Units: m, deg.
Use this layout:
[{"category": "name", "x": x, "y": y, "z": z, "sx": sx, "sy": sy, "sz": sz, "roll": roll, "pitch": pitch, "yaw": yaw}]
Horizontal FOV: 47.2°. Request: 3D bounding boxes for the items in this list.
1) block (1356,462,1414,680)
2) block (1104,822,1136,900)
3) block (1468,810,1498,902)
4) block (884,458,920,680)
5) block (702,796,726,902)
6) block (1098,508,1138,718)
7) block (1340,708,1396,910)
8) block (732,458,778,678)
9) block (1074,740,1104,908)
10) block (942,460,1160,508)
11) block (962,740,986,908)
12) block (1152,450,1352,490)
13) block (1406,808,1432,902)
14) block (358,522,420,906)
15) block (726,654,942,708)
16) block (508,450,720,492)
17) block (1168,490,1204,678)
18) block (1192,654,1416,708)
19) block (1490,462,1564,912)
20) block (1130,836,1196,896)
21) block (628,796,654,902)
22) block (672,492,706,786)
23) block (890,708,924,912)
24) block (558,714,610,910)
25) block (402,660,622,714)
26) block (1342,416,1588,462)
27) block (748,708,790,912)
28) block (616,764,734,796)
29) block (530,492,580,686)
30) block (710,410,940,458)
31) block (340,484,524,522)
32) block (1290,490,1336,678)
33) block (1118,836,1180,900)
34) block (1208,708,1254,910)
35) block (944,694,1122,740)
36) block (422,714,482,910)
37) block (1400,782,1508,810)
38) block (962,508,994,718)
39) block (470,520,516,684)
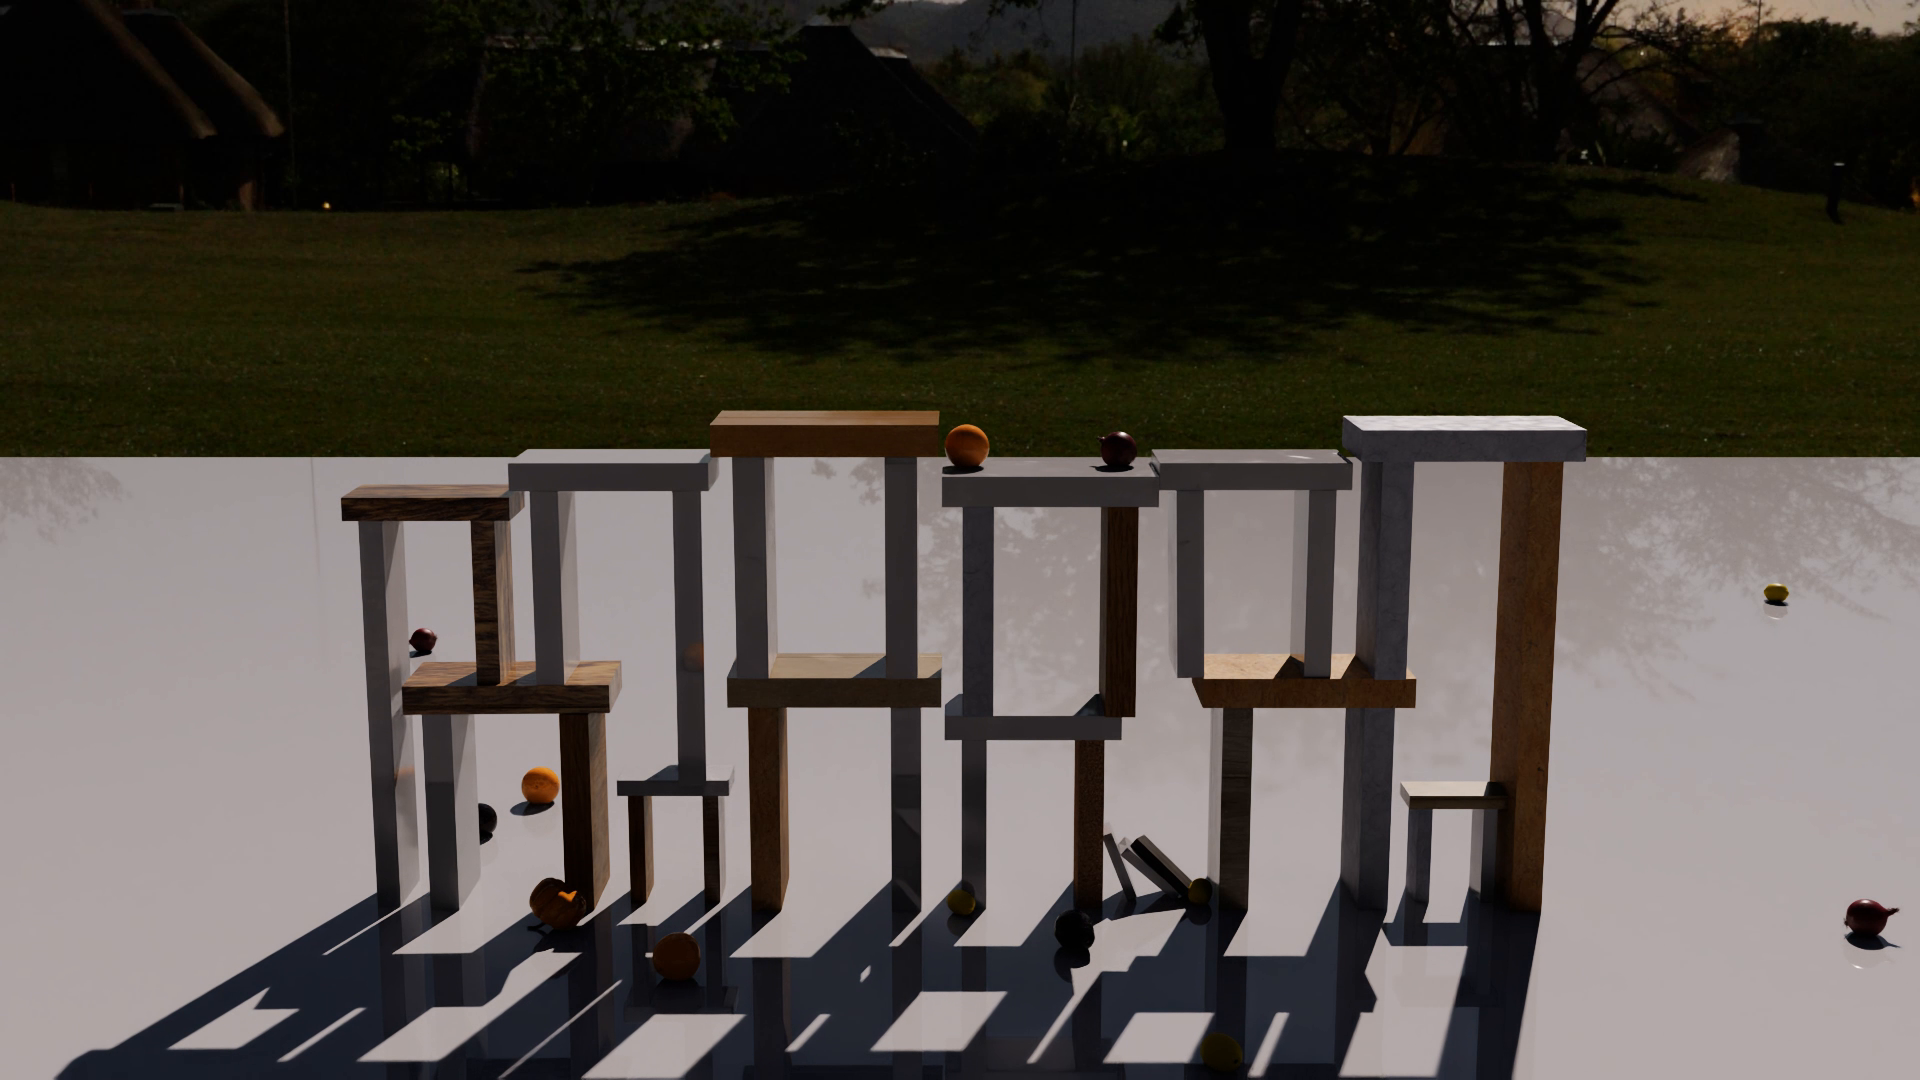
[{"category": "block", "x": 0.687, "y": 0.034, "z": 3.564, "sx": 0.050, "sy": 0.352, "sz": 0.176, "roll": 0, "pitch": 11, "yaw": 0}, {"category": "block", "x": 0.263, "y": 0.533, "z": 3.655, "sx": 0.017, "sy": 0.119, "sz": 0.059, "roll": -21, "pitch": 9, "yaw": 5}, {"category": "block", "x": 0.869, "y": 0.512, "z": 3.652, "sx": 0.023, "sy": 0.160, "sz": 0.080, "roll": 0, "pitch": 11, "yaw": 0}, {"category": "block", "x": -0.093, "y": 0.030, "z": 3.562, "sx": 0.051, "sy": 0.357, "sz": 0.179, "roll": 0, "pitch": 11, "yaw": 0}, {"category": "block", "x": -0.408, "y": 0.500, "z": 3.655, "sx": 0.026, "sy": 0.183, "sz": 0.091, "roll": 0, "pitch": 11, "yaw": 0}, {"category": "block", "x": 0.258, "y": 0.101, "z": 3.582, "sx": 0.048, "sy": 0.342, "sz": 0.171, "roll": 0, "pitch": 11, "yaw": 0}, {"category": "block", "x": 0.674, "y": 0.422, "z": 3.642, "sx": 0.048, "sy": 0.341, "sz": 0.171, "roll": 0, "pitch": 11, "yaw": 0}, {"category": "block", "x": -0.331, "y": 0.030, "z": 3.563, "sx": 0.051, "sy": 0.357, "sz": 0.179, "roll": 0, "pitch": 11, "yaw": 0}, {"category": "block", "x": 0.213, "y": 0.450, "z": 3.642, "sx": 0.040, "sy": 0.285, "sz": 0.143, "roll": 0, "pitch": 11, "yaw": 0}, {"category": "block", "x": 0.142, "y": -0.091, "z": 3.547, "sx": 0.342, "sy": 0.048, "sz": 0.171, "roll": 0, "pitch": 11, "yaw": 0}, {"category": "block", "x": 0.023, "y": 0.450, "z": 3.642, "sx": 0.040, "sy": 0.285, "sz": 0.143, "roll": 0, "pitch": 11, "yaw": 0}, {"category": "block", "x": 0.467, "y": -0.114, "z": 3.541, "sx": 0.304, "sy": 0.043, "sz": 0.152, "roll": 0, "pitch": 11, "yaw": 0}, {"category": "block", "x": 0.762, "y": 0.512, "z": 3.652, "sx": 0.023, "sy": 0.160, "sz": 0.080, "roll": 0, "pitch": 11, "yaw": 0}, {"category": "block", "x": -0.936, "y": 0.274, "z": 3.613, "sx": 0.038, "sy": 0.643, "sz": 0.133, "roll": 0, "pitch": 11, "yaw": 0}, {"category": "block", "x": -0.201, "y": 0.229, "z": 3.602, "sx": 0.343, "sy": 0.049, "sz": 0.171, "roll": 0, "pitch": 11, "yaw": 0}, {"category": "block", "x": -0.554, "y": -0.113, "z": 3.543, "sx": 0.315, "sy": 0.045, "sz": 0.157, "roll": 0, "pitch": 11, "yaw": 0}, {"category": "block", "x": 0.367, "y": 0.058, "z": 3.572, "sx": 0.043, "sy": 0.304, "sz": 0.152, "roll": -1, "pitch": 11, "yaw": 0}, {"category": "block", "x": 0.560, "y": 0.230, "z": 3.606, "sx": 0.341, "sy": 0.048, "sz": 0.171, "roll": 0, "pitch": 11, "yaw": 0}, {"category": "block", "x": 0.921, "y": 0.226, "z": 3.600, "sx": 0.050, "sy": 0.741, "sz": 0.176, "roll": 0, "pitch": 11, "yaw": 0}, {"category": "block", "x": 0.338, "y": 0.541, "z": 3.662, "sx": 0.119, "sy": 0.017, "sz": 0.059, "roll": 44, "pitch": 11, "yaw": 14}, {"category": "block", "x": -0.530, "y": 0.500, "z": 3.655, "sx": 0.026, "sy": 0.183, "sz": 0.091, "roll": 0, "pitch": 11, "yaw": 0}, {"category": "block", "x": -0.442, "y": 0.146, "z": 3.593, "sx": 0.045, "sy": 0.484, "sz": 0.158, "roll": -1, "pitch": 11, "yaw": -7}, {"category": "block", "x": -0.087, "y": 0.421, "z": 3.638, "sx": 0.049, "sy": 0.343, "sz": 0.171, "roll": 0, "pitch": 11, "yaw": 0}, {"category": "block", "x": -0.620, "y": 0.427, "z": 3.641, "sx": 0.047, "sy": 0.330, "sz": 0.165, "roll": 0, "pitch": 11, "yaw": 0}, {"category": "block", "x": -0.731, "y": 0.241, "z": 3.609, "sx": 0.330, "sy": 0.047, "sz": 0.165, "roll": 0, "pitch": 11, "yaw": -2}, {"category": "block", "x": 0.805, "y": -0.163, "z": 3.528, "sx": 0.352, "sy": 0.050, "sz": 0.176, "roll": 0, "pitch": 11, "yaw": 0}, {"category": "block", "x": -0.315, "y": 0.421, "z": 3.638, "sx": 0.049, "sy": 0.343, "sz": 0.171, "roll": 0, "pitch": 11, "yaw": 0}, {"category": "block", "x": -0.469, "y": 0.397, "z": 3.636, "sx": 0.183, "sy": 0.026, "sz": 0.091, "roll": 0, "pitch": 11, "yaw": 0}, {"category": "block", "x": -0.658, "y": 0.064, "z": 3.576, "sx": 0.045, "sy": 0.315, "sz": 0.158, "roll": 0, "pitch": 11, "yaw": 0}, {"category": "block", "x": -0.212, "y": -0.171, "z": 3.526, "sx": 0.357, "sy": 0.051, "sz": 0.179, "roll": 0, "pitch": 11, "yaw": 0}, {"category": "block", "x": -0.848, "y": -0.061, "z": 3.551, "sx": 0.265, "sy": 0.038, "sz": 0.133, "roll": 0, "pitch": 11, "yaw": -1}, {"category": "block", "x": 0.573, "y": 0.057, "z": 3.572, "sx": 0.043, "sy": 0.304, "sz": 0.152, "roll": 0, "pitch": 11, "yaw": 0}, {"category": "block", "x": 0.315, "y": 0.546, "z": 3.658, "sx": 0.119, "sy": 0.017, "sz": 0.059, "roll": 41, "pitch": 9, "yaw": -6}, {"category": "block", "x": 0.446, "y": 0.422, "z": 3.642, "sx": 0.048, "sy": 0.341, "sz": 0.171, "roll": 0, "pitch": 11, "yaw": 0}, {"category": "block", "x": 0.118, "y": 0.290, "z": 3.612, "sx": 0.285, "sy": 0.040, "sz": 0.143, "roll": 0, "pitch": 11, "yaw": 0}, {"category": "block", "x": -0.841, "y": 0.427, "z": 3.641, "sx": 0.047, "sy": 0.330, "sz": 0.165, "roll": 0, "pitch": 11, "yaw": 0}, {"category": "block", "x": 0.816, "y": 0.422, "z": 3.635, "sx": 0.160, "sy": 0.023, "sz": 0.080, "roll": 0, "pitch": 11, "yaw": 0}, {"category": "block", "x": 0.029, "y": 0.101, "z": 3.582, "sx": 0.048, "sy": 0.342, "sz": 0.171, "roll": 0, "pitch": 11, "yaw": 0}, {"category": "block", "x": -0.759, "y": 0.088, "z": 3.580, "sx": 0.038, "sy": 0.265, "sz": 0.133, "roll": 0, "pitch": 11, "yaw": -1}]
